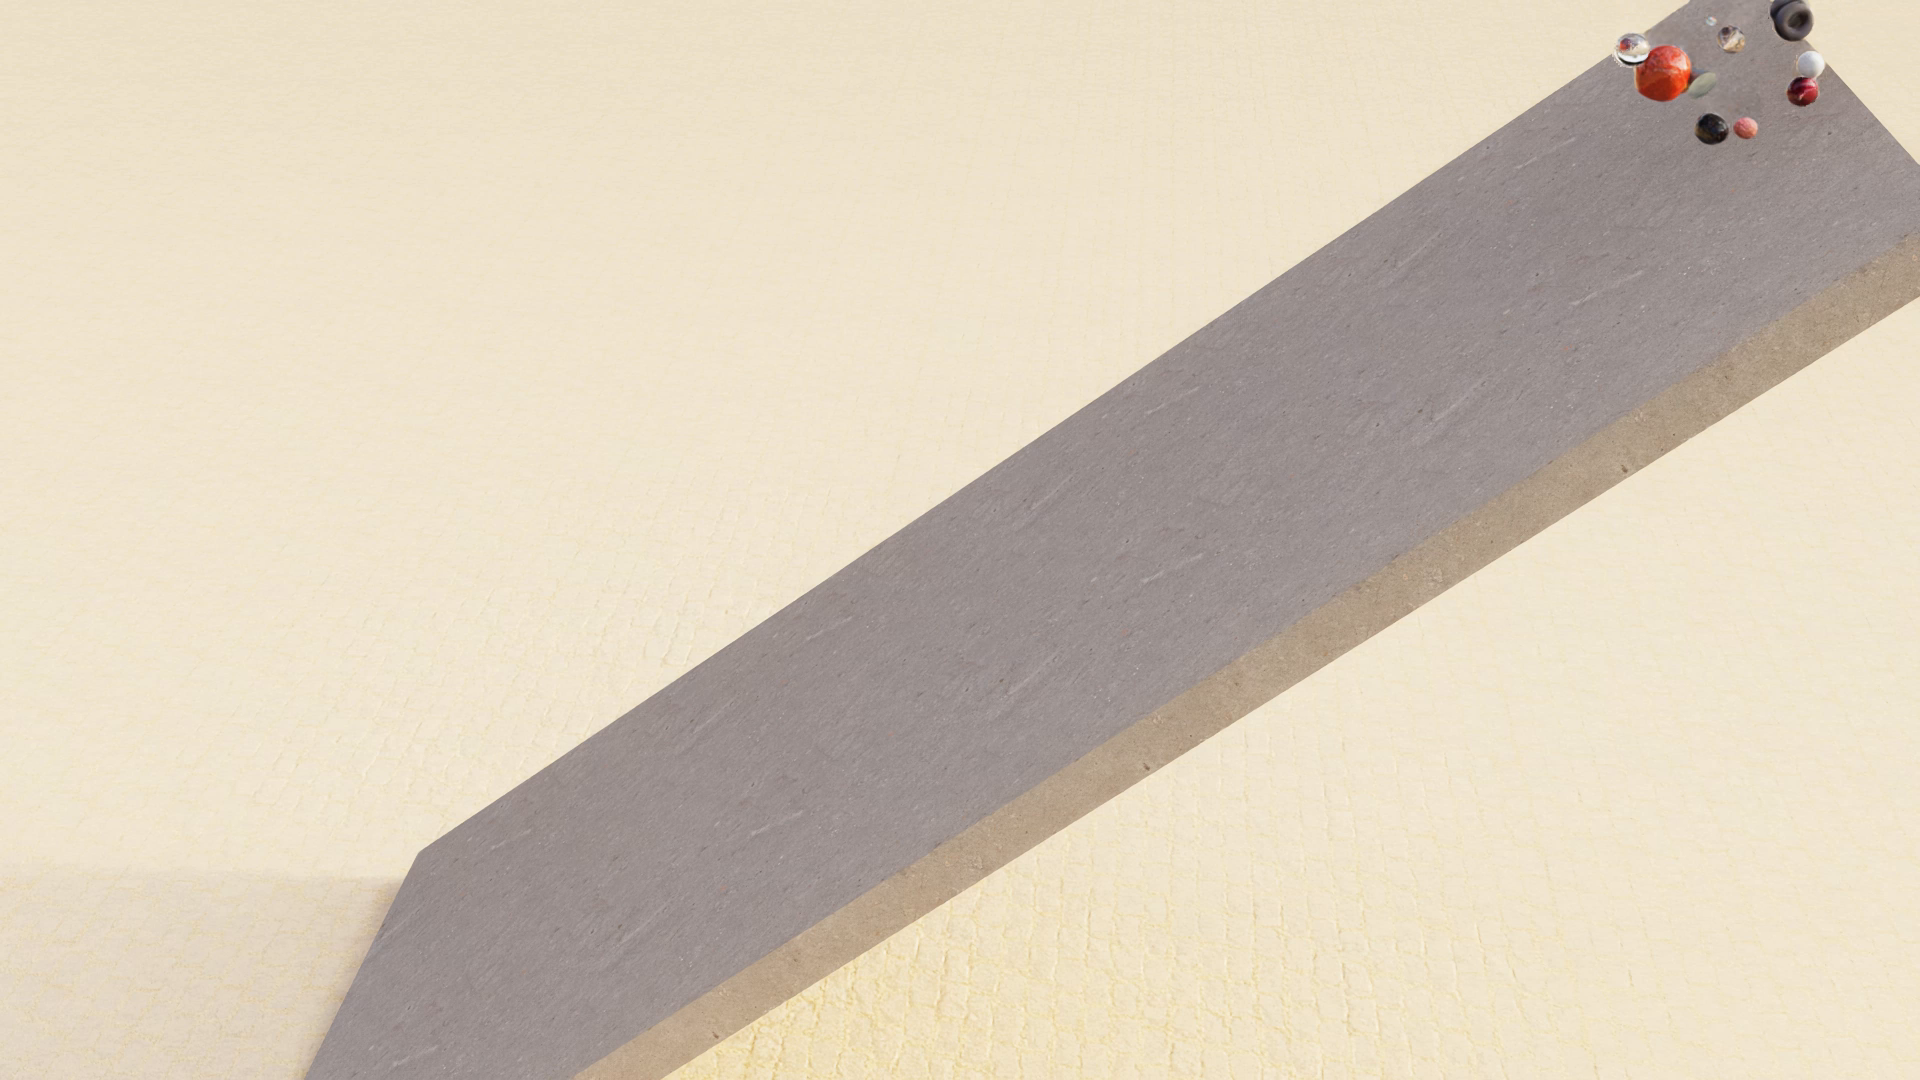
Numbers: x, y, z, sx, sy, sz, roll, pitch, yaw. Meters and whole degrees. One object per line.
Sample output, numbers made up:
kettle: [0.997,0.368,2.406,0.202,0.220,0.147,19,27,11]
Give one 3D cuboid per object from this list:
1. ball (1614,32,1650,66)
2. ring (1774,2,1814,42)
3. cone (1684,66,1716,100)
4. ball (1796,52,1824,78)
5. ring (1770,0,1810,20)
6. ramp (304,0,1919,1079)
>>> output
ball: [1.293,-0.944,5.660,0.066,0.066,0.066,0,22,0]
ring: [1.653,-1.027,5.828,0.078,0.078,0.026,0,19,-1]
cone: [1.464,-0.928,5.876,0.067,0.067,0.067,-12,51,-26]
ball: [1.628,-0.910,5.631,0.051,0.051,0.051,0,22,0]
ring: [1.659,-1.059,5.875,0.077,0.077,0.026,3,30,7]
ramp: [0.131,0.177,6.316,4.000,0.100,2.000,-34,16,16]
